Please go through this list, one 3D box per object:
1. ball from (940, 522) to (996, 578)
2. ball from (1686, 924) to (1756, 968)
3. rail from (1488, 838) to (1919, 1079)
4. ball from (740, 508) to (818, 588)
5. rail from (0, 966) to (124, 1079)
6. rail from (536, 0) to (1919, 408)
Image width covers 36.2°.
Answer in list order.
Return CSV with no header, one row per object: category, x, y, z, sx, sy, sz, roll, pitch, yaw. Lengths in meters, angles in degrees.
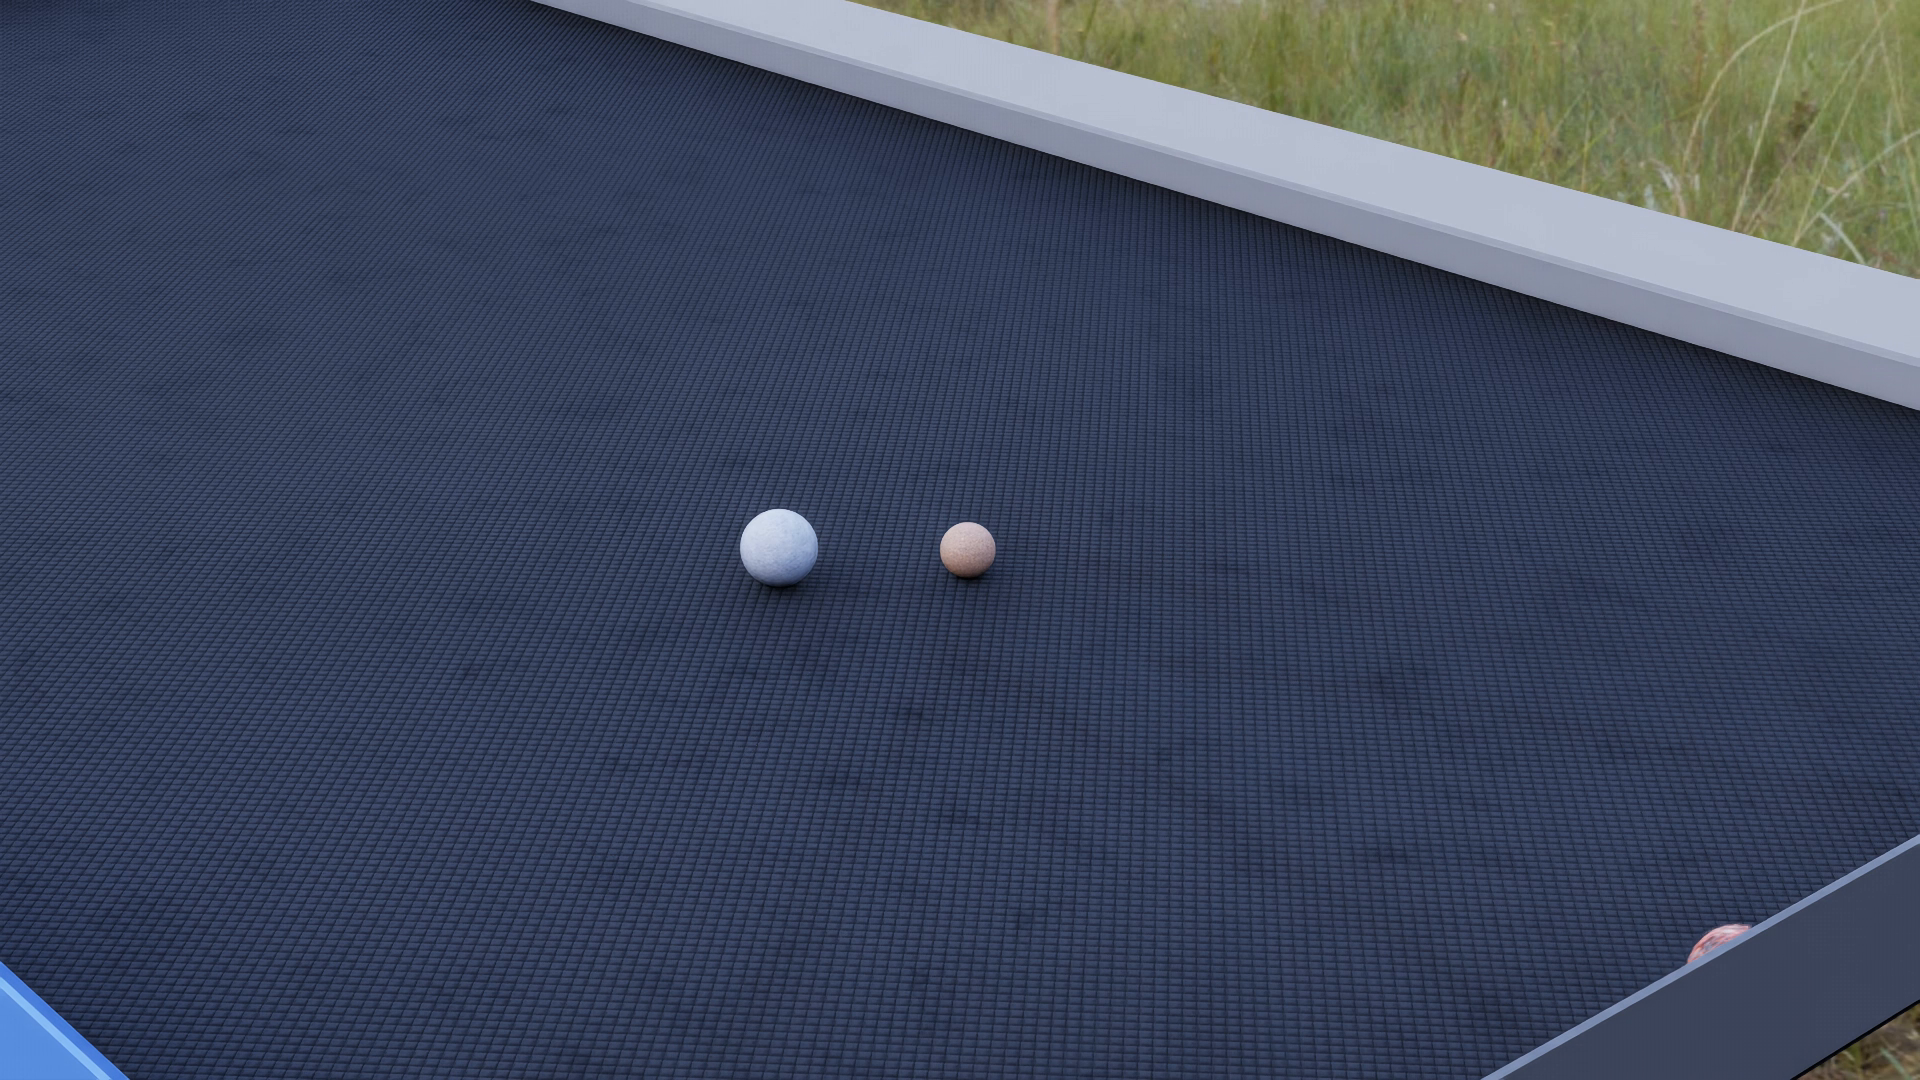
ball,0.006,0.008,2.421,0.046,0.046,0.046,0,23,0
ball,0.473,0.265,1.786,0.062,0.062,0.062,0,23,0
rail,0.568,0.224,1.801,1.901,0.124,0.045,-18,29,-37
ball,-0.148,0.007,2.402,0.064,0.064,0.064,0,23,0
rail,-1.284,-0.055,2.469,0.045,0.124,3.568,-18,29,-37
rail,0.117,-0.522,3.589,0.045,0.124,3.568,-18,29,-37
